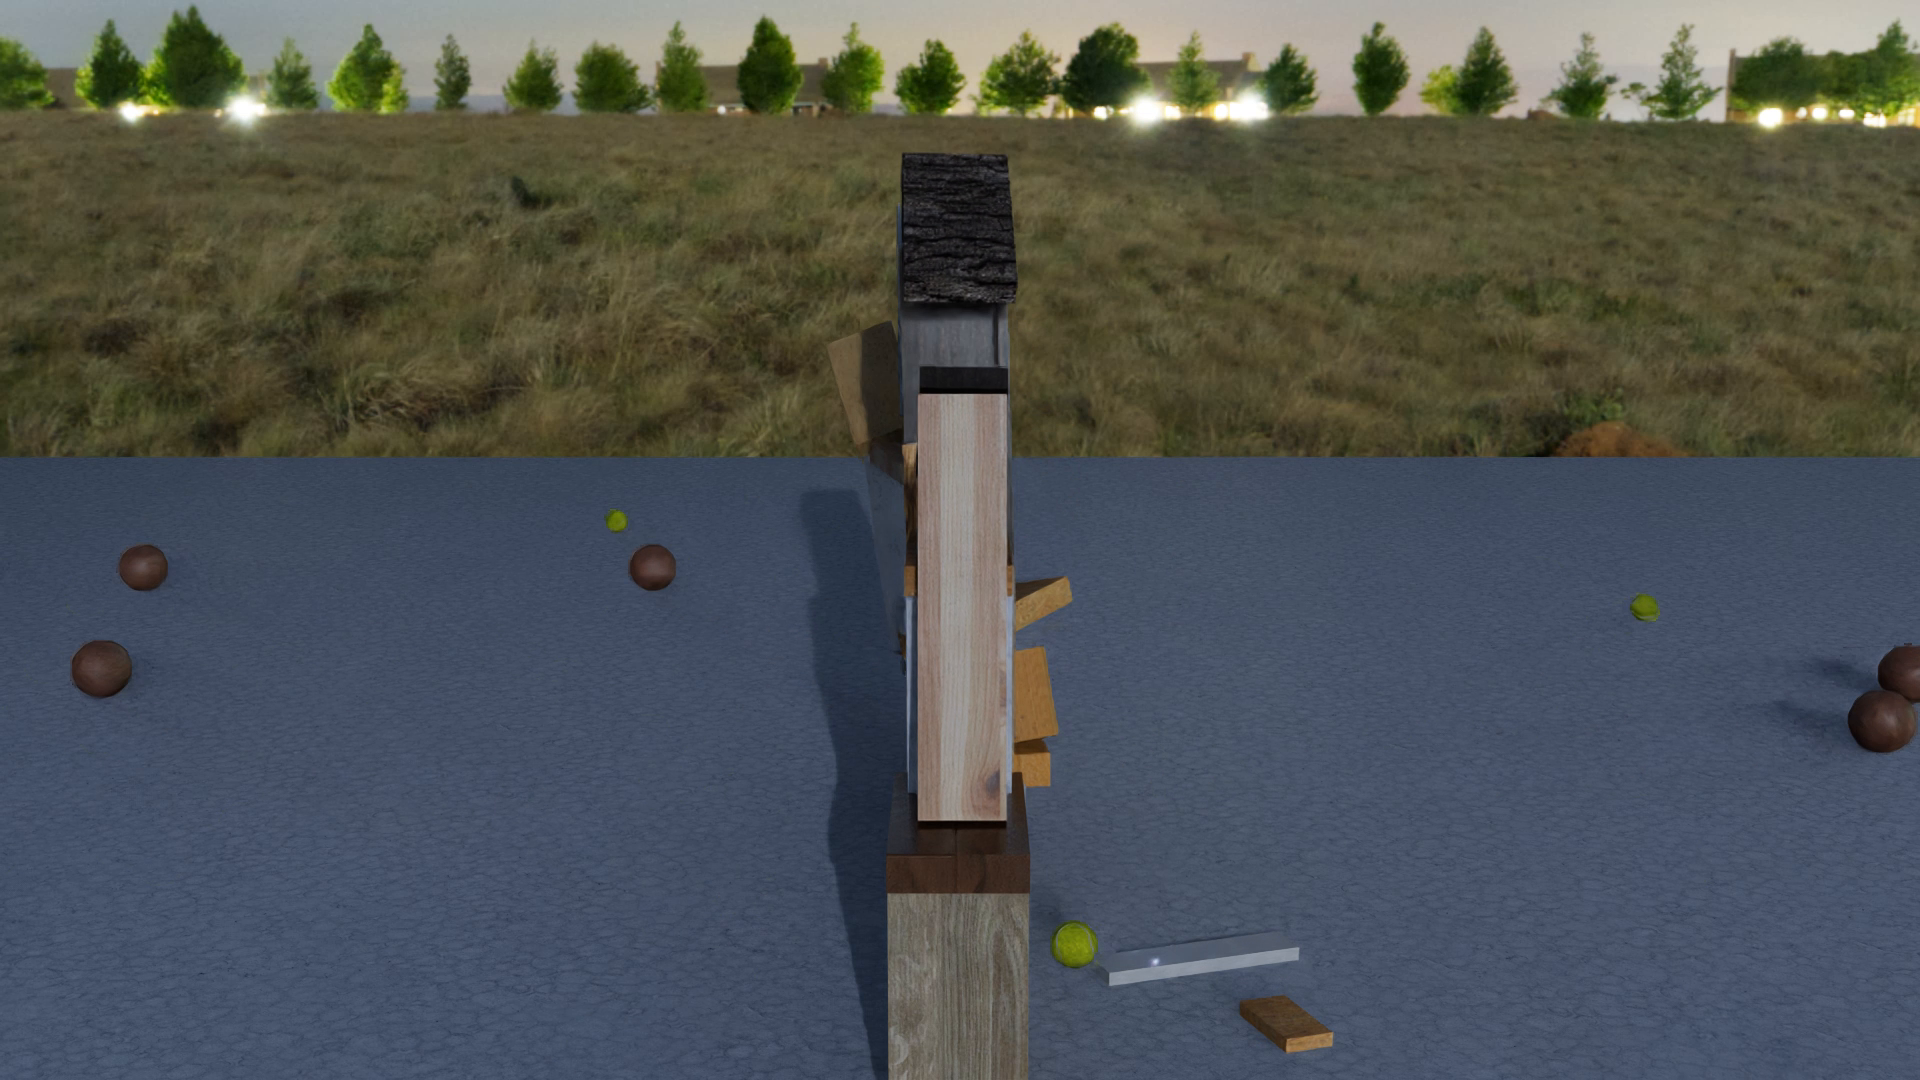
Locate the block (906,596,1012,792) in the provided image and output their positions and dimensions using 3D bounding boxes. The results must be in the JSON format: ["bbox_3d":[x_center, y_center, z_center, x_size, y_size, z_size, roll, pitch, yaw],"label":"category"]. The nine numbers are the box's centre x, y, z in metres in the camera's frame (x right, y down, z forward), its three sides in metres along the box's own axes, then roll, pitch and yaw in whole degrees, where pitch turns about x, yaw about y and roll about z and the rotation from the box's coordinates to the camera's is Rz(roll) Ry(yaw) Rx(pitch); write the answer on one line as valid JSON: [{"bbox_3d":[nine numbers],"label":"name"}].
[{"bbox_3d":[0.000,0.196,2.870,0.136,0.273,0.039,0,16,0],"label":"block"}]

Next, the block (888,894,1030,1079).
[{"bbox_3d":[-0.002,0.586,2.741,0.173,0.346,0.049,0,11,0],"label":"block"}]

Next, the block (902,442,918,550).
[{"bbox_3d":[-0.015,-0.012,3.614,0.148,0.297,0.042,-2,6,0],"label":"block"}]

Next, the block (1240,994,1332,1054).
[{"bbox_3d":[0.460,0.683,3.110,0.072,0.020,0.143,-4,11,-19],"label":"block"}]

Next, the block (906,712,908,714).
[{"bbox_3d":[-0.042,0.267,3.141,0.063,0.018,0.127,23,9,-6],"label":"block"}]

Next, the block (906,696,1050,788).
[{"bbox_3d":[0.022,0.294,3.245,0.171,0.048,0.341,-1,11,-7],"label":"block"}]

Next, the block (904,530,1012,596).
[{"bbox_3d":[-0.001,0.029,2.917,0.136,0.039,0.273,0,10,0],"label":"block"}]

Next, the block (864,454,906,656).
[{"bbox_3d":[-0.111,-0.089,4.508,0.143,0.637,0.041,-11,-14,11],"label":"block"}]

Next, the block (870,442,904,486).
[{"bbox_3d":[-0.053,-0.135,4.256,0.143,0.041,0.286,-5,19,-24],"label":"block"}]

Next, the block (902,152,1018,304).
[{"bbox_3d":[-0.004,-0.515,3.605,0.178,0.050,0.355,1,42,-3],"label":"block"}]

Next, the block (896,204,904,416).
[{"bbox_3d":[-0.015,-0.390,3.730,0.178,0.356,0.050,-1,2,-4],"label":"block"}]

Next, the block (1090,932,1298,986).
[{"bbox_3d":[0.359,0.638,3.356,0.316,0.020,0.072,-4,11,-19],"label":"block"}]

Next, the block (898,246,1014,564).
[{"bbox_3d":[-0.004,-0.166,3.660,0.178,0.644,0.050,-2,4,-2],"label":"block"}]

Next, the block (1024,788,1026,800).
[{"bbox_3d":[0.007,0.502,3.198,0.171,0.341,0.048,0,18,-2],"label":"block"}]

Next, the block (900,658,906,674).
[{"bbox_3d":[-0.053,0.227,4.487,0.094,0.027,0.189,-10,11,16],"label":"block"}]

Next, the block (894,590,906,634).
[{"bbox_3d":[-0.016,0.088,3.450,0.148,0.042,0.297,-13,6,4],"label":"block"}]

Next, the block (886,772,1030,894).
[{"bbox_3d":[-0.002,0.371,2.818,0.173,0.049,0.346,0,11,0],"label":"block"}]

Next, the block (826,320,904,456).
[{"bbox_3d":[-0.171,-0.310,4.471,0.143,0.041,0.286,-21,52,5],"label":"block"}]

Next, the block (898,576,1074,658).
[{"bbox_3d":[0.043,0.119,3.438,0.148,0.042,0.297,-10,7,31],"label":"block"}]

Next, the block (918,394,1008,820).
[{"bbox_3d":[0.003,0.085,2.765,0.112,0.535,0.032,0,2,0],"label":"block"}]

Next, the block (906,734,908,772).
[{"bbox_3d":[0.004,0.463,3.413,0.171,0.341,0.048,0,22,0],"label":"block"}]

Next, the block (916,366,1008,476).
[{"bbox_3d":[0.001,-0.151,2.865,0.112,0.032,0.223,1,-28,-2],"label":"block"}]

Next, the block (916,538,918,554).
[{"bbox_3d":[0.002,-0.049,2.925,0.112,0.032,0.223,2,30,0],"label":"block"}]

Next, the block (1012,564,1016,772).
[{"bbox_3d":[0.006,0.288,3.047,0.136,0.516,0.039,-1,11,-7],"label":"block"}]

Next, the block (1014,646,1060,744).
[{"bbox_3d":[0.098,0.220,3.126,0.063,0.127,0.018,-13,-10,21],"label":"block"}]
